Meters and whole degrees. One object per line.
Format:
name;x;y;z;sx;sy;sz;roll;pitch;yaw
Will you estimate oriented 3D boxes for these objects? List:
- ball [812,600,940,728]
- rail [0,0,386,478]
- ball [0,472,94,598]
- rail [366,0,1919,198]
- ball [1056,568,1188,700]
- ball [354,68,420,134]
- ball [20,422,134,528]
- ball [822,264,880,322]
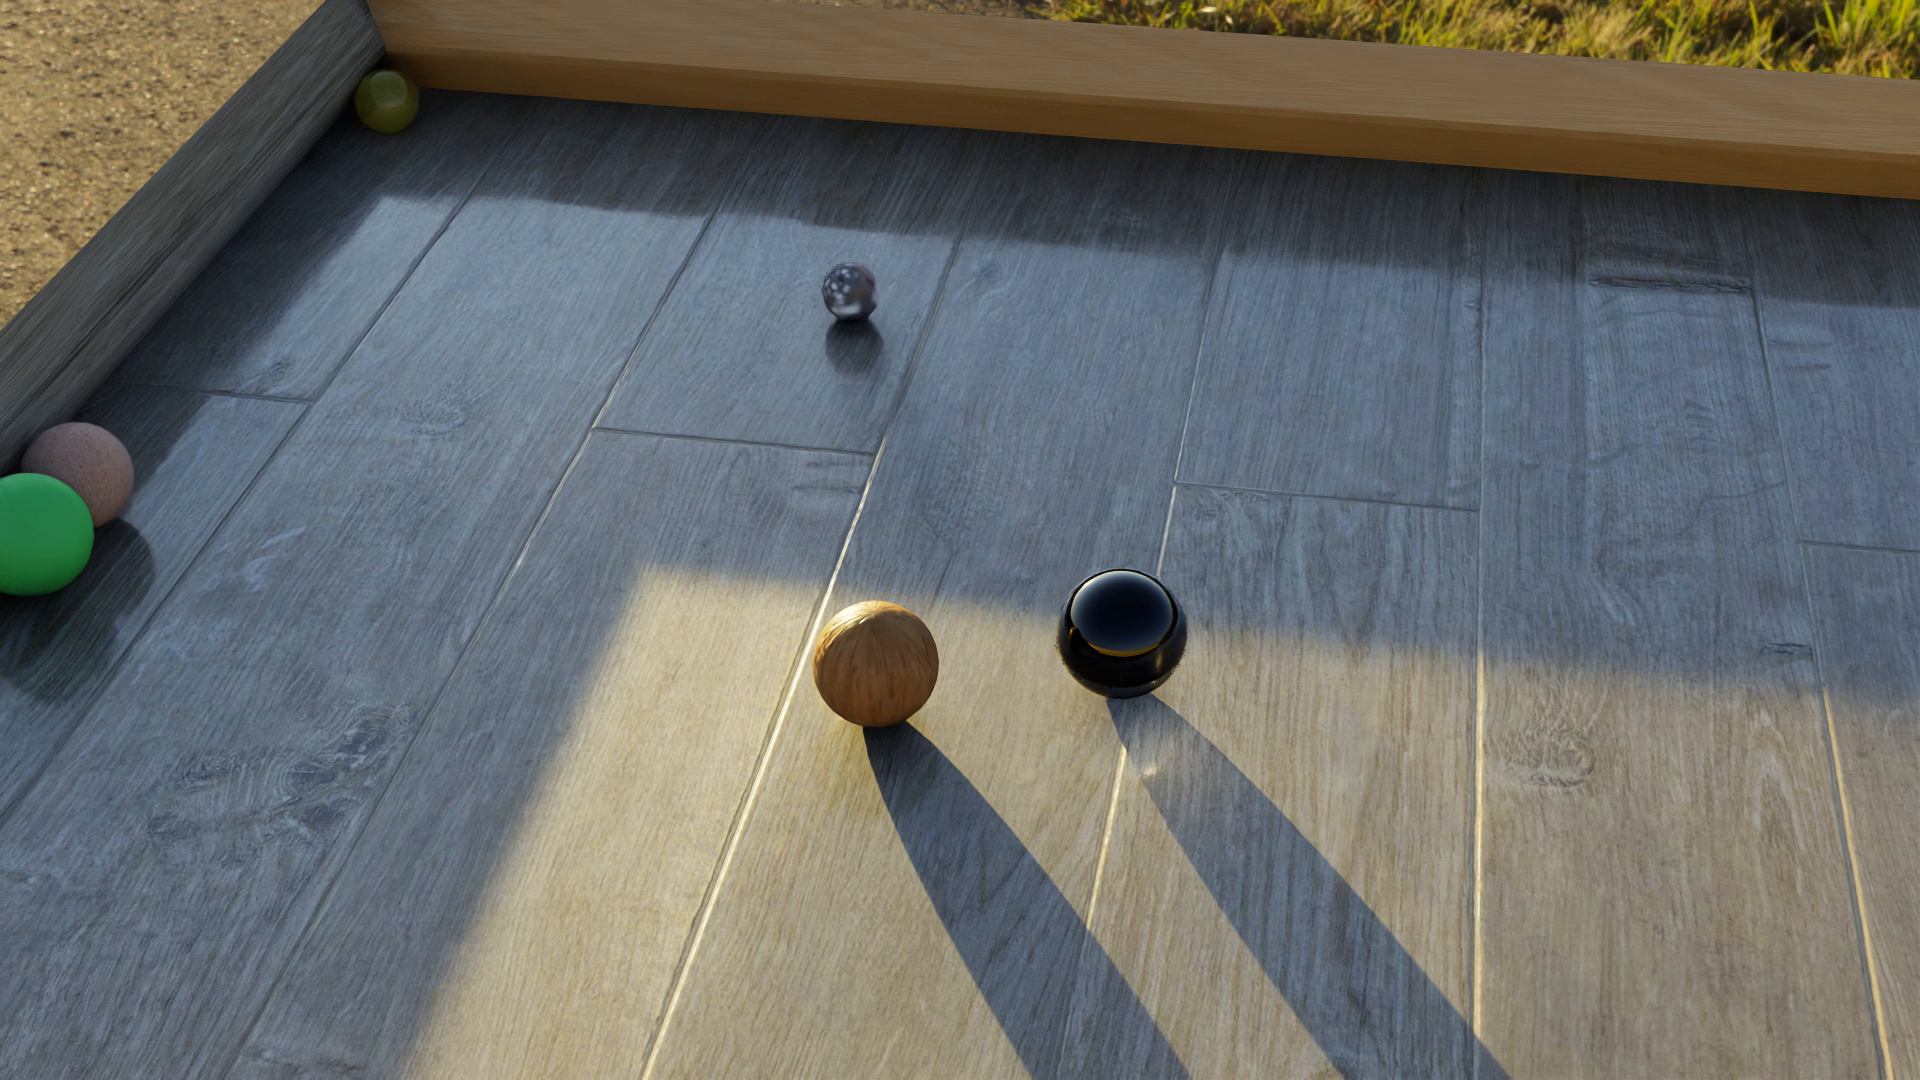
ball;-0.061;0.089;1.841;0.091;0.091;0.091;0;34;0
rail;-0.764;-0.093;2.078;0.045;0.125;1.651;6;34;8
ball;-0.717;-0.004;1.975;0.096;0.096;0.096;0;34;0
rail;0.926;-0.382;2.507;3.198;0.125;0.045;6;34;8
ball;0.117;0.068;1.868;0.096;0.096;0.096;0;34;0
ball;-0.596;-0.458;2.671;0.067;0.067;0.067;0;34;0
ball;-0.706;-0.051;2.052;0.087;0.087;0.087;0;34;0
ball;-0.099;-0.226;2.341;0.053;0.053;0.053;0;34;0
